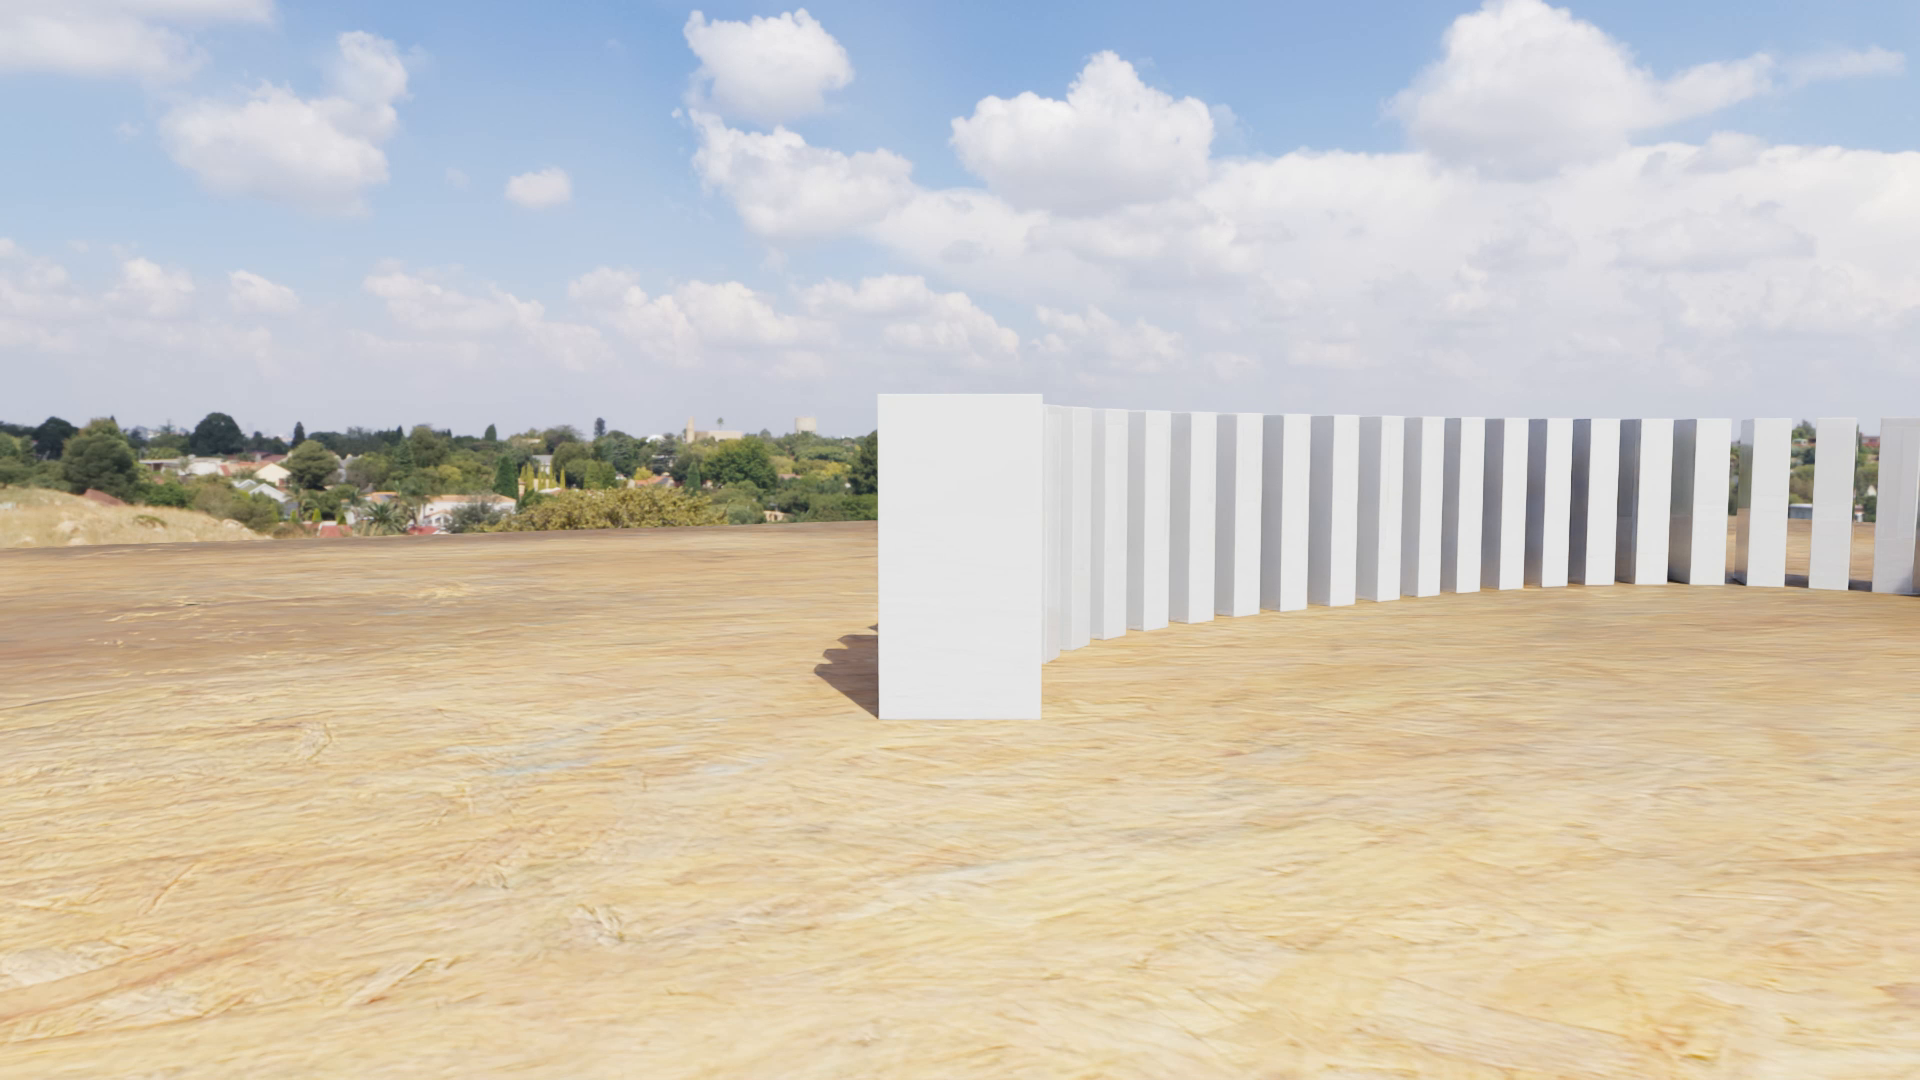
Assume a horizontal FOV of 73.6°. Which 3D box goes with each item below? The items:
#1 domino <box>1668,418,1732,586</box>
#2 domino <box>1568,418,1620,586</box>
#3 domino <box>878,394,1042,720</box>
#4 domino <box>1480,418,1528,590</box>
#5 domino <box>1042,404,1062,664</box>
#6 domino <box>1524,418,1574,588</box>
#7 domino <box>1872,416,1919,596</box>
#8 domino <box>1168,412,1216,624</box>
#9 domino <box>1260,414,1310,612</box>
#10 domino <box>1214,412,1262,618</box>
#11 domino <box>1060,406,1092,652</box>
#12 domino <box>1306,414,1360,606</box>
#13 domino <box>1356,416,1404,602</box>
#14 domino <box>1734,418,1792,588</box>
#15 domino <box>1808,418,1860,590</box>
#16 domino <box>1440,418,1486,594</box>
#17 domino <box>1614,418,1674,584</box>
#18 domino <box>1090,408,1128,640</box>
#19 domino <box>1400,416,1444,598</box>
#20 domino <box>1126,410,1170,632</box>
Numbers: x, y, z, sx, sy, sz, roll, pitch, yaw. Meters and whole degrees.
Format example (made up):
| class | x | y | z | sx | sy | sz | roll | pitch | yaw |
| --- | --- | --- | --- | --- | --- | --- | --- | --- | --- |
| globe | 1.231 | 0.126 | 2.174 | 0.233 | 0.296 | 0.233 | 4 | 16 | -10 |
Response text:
| class | x | y | z | sx | sy | sz | roll | pitch | yaw |
| --- | --- | --- | --- | --- | --- | --- | --- | --- | --- |
| domino | 0.228 | -0.012 | 0.397 | 0.010 | 0.050 | 0.025 | 1 | 4 | 10 |
| domino | 0.191 | -0.012 | 0.397 | 0.010 | 0.050 | 0.025 | -1 | 4 | -10 |
| domino | 0.000 | 0.002 | 0.201 | 0.025 | 0.050 | 0.010 | 0 | 4 | 0 |
| domino | 0.156 | -0.011 | 0.385 | 0.009 | 0.050 | 0.025 | -2 | 5 | -26 |
| domino | 0.007 | -0.002 | 0.255 | 0.025 | 0.050 | 0.009 | 2 | 5 | 21 |
| domino | 0.173 | -0.012 | 0.392 | 0.009 | 0.050 | 0.025 | -2 | 5 | -20 |
| domino | 0.274 | -0.010 | 0.370 | 0.025 | 0.050 | 0.009 | -3 | 5 | -39 |
| domino | 0.049 | -0.006 | 0.314 | 0.009 | 0.050 | 0.025 | -4 | 6 | -42 |
| domino | 0.078 | -0.008 | 0.336 | 0.010 | 0.050 | 0.025 | -3 | 5 | -33 |
| domino | 0.063 | -0.007 | 0.326 | 0.009 | 0.050 | 0.025 | -3 | 5 | -38 |
| domino | 0.014 | -0.003 | 0.272 | 0.025 | 0.050 | 0.009 | 2 | 5 | 28 |
| domino | 0.094 | -0.008 | 0.346 | 0.010 | 0.050 | 0.025 | -3 | 5 | -33 |
| domino | 0.109 | -0.009 | 0.357 | 0.009 | 0.050 | 0.025 | -3 | 5 | -36 |
| domino | 0.245 | -0.012 | 0.392 | 0.010 | 0.050 | 0.025 | 2 | 5 | 23 |
| domino | 0.261 | -0.011 | 0.383 | 0.009 | 0.050 | 0.025 | 3 | 5 | 36 |
| domino | 0.140 | -0.011 | 0.377 | 0.009 | 0.050 | 0.025 | -2 | 5 | -28 |
| domino | 0.209 | -0.012 | 0.399 | 0.010 | 0.050 | 0.025 | 0 | 4 | 0 |
| domino | 0.024 | -0.004 | 0.287 | 0.025 | 0.050 | 0.009 | 3 | 5 | 36 |
| domino | 0.124 | -0.010 | 0.367 | 0.009 | 0.050 | 0.025 | -3 | 5 | -34 |
| domino | 0.036 | -0.005 | 0.301 | 0.025 | 0.050 | 0.010 | 4 | 6 | 44 |
